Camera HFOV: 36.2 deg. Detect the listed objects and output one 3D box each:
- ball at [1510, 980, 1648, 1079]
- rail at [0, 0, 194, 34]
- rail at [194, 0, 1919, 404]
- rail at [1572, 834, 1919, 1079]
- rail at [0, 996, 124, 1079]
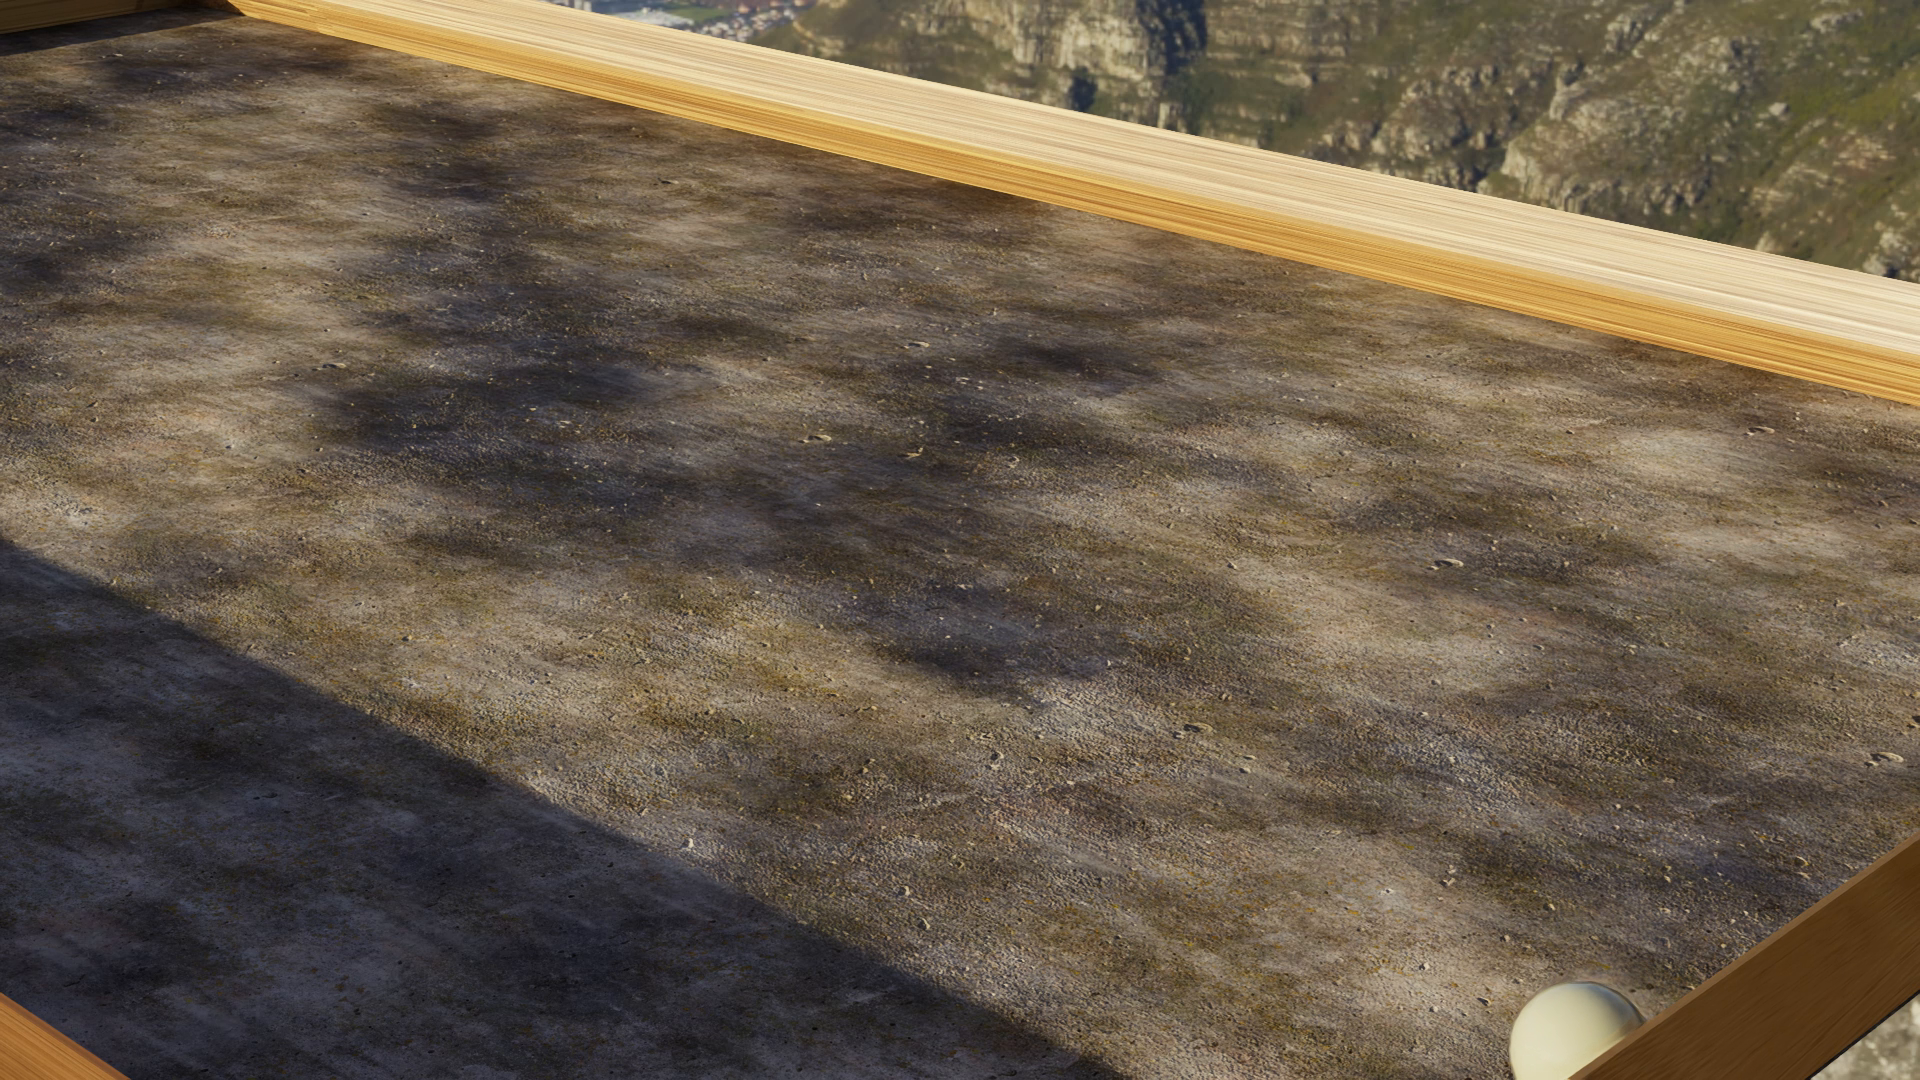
[{"bbox_3d":[0.380,0.312,1.798,0.086,0.086,0.086,0,21,0],"label":"ball"},{"bbox_3d":[-2.060,-0.720,4.408,0.045,0.128,2.128,19,28,40],"label":"rail"},{"bbox_3d":[0.022,-0.526,3.907,3.811,0.128,0.045,19,28,40],"label":"rail"},{"bbox_3d":[0.675,0.212,1.996,0.045,0.128,2.128,19,28,40],"label":"rail"},{"bbox_3d":[-1.407,0.019,2.497,3.811,0.128,0.045,19,28,40],"label":"rail"}]
